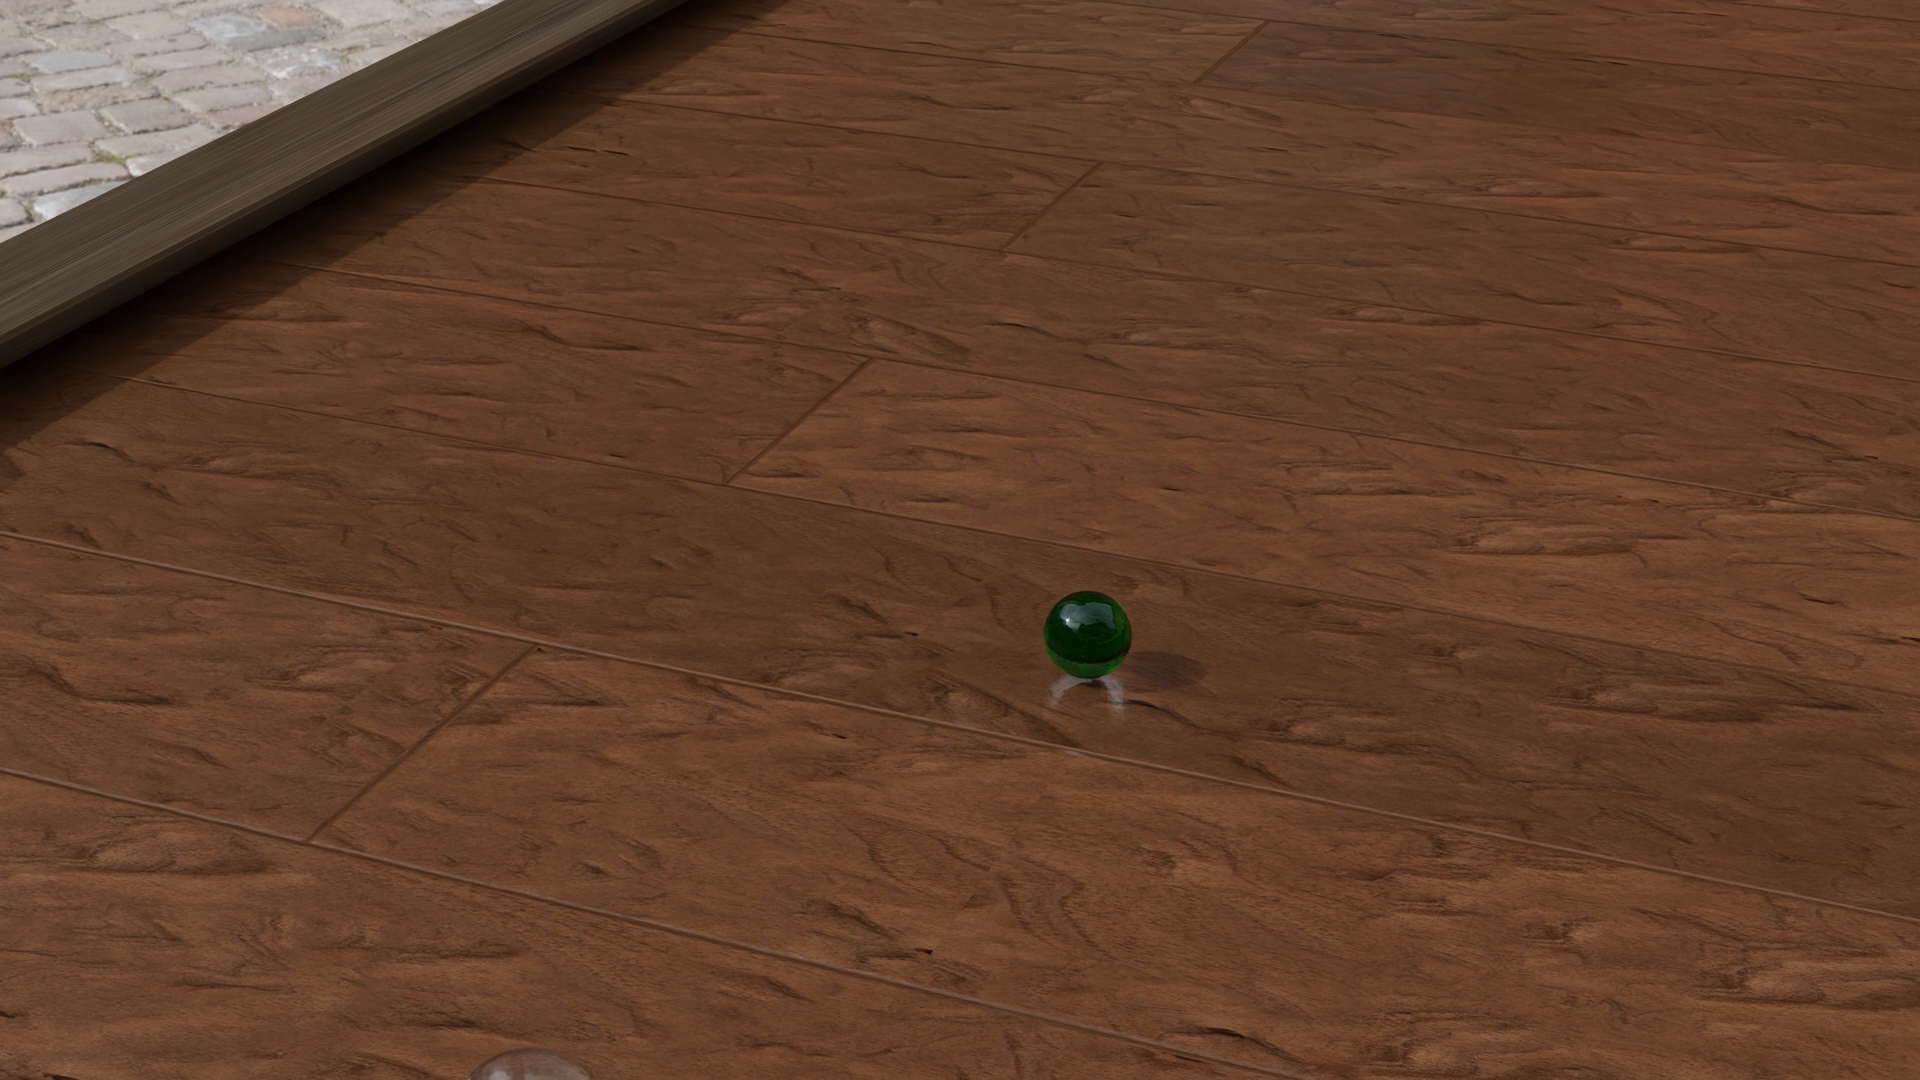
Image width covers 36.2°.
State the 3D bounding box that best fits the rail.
[{"bbox_3d":[-0.416,-0.452,2.750,0.045,0.091,3.103,10,27,20],"label":"rail"}]

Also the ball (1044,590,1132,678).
[{"bbox_3d":[0.075,0.056,1.738,0.052,0.052,0.052,0,26,0],"label":"ball"}]

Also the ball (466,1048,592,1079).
[{"bbox_3d":[-0.190,0.259,1.294,0.070,0.070,0.070,0,26,0],"label":"ball"}]
